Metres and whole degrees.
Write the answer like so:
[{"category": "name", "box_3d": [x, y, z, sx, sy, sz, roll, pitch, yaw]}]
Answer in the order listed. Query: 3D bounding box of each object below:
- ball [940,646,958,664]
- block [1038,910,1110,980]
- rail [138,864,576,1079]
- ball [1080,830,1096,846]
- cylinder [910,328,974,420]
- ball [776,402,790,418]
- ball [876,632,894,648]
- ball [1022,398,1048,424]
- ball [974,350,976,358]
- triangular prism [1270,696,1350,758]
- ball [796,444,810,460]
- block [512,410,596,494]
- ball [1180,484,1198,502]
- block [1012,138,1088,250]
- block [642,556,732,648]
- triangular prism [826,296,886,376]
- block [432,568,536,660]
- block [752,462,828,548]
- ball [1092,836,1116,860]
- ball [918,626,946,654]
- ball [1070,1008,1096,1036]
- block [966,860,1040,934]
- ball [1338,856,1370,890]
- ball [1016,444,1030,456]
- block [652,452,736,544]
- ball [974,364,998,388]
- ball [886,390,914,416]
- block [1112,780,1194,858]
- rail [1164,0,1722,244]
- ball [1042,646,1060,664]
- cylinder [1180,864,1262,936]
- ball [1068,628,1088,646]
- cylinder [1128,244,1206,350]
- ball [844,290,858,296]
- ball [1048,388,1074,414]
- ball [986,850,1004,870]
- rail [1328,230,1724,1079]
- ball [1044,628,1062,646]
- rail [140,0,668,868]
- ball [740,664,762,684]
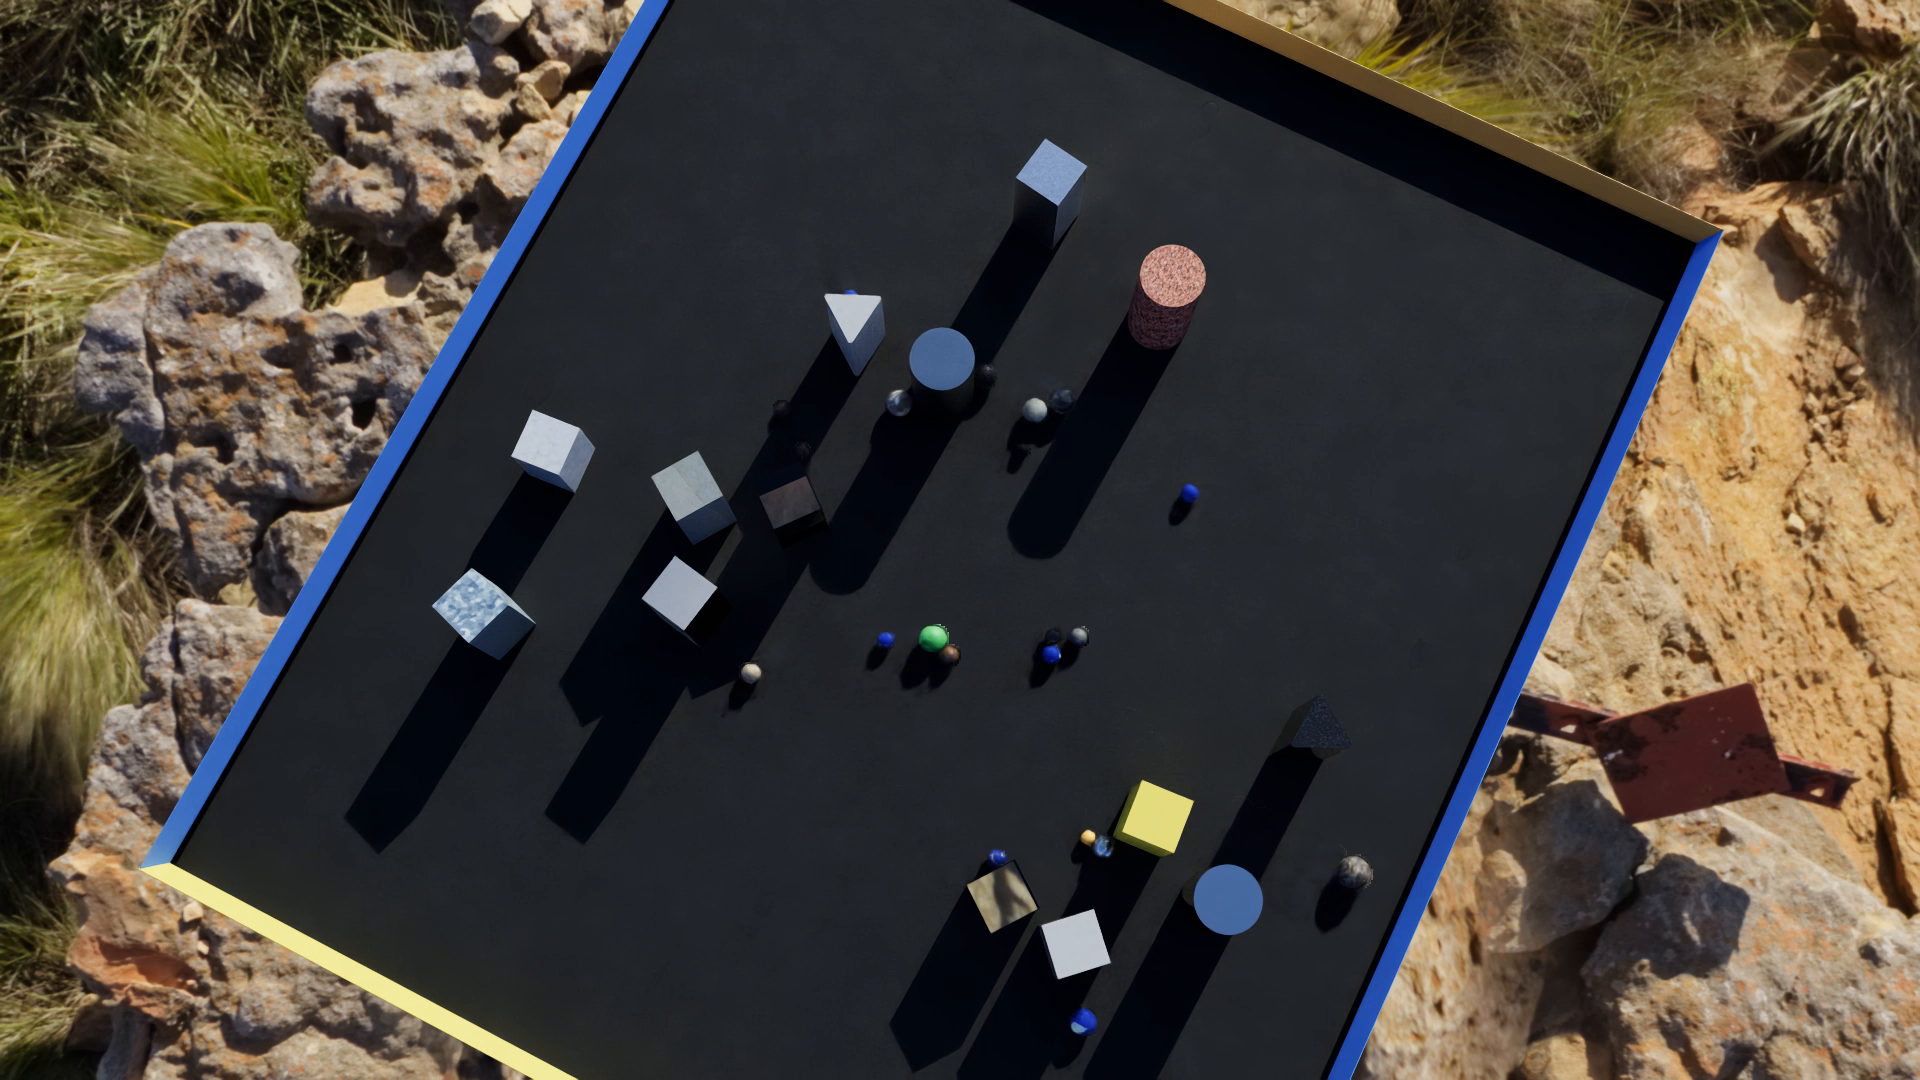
[{"category": "ball", "box_3d": [-0.032, 0.347, 5.516, 0.056, 0.056, 0.056, 0, 78, 0]}, {"category": "block", "box_3d": [0.324, 1.155, 5.245, 0.154, 0.259, 0.154, -17, 79, -3]}, {"category": "rail", "box_3d": [-0.855, 1.681, 5.204, 3.369, 0.125, 0.045, 26, 80, 5]}, {"category": "ball", "box_3d": [0.379, 0.880, 5.412, 0.044, 0.044, 0.044, 0, 78, 0]}, {"category": "cylinder", "box_3d": [-0.052, -0.498, 5.547, 0.192, 0.338, 0.192, 0, 78, 0]}, {"category": "ball", "box_3d": [-0.549, -0.403, 5.677, 0.046, 0.046, 0.046, 0, 78, 0]}, {"category": "ball", "box_3d": [-0.225, 0.303, 5.528, 0.051, 0.051, 0.051, 0, 78, 0]}, {"category": "ball", "box_3d": [0.232, -0.399, 5.660, 0.076, 0.076, 0.076, 0, 78, 0]}, {"category": "ball", "box_3d": [0.018, -0.580, 5.705, 0.062, 0.062, 0.062, 0, 78, 0]}, {"category": "triangular prism", "box_3d": [1.007, 0.542, 5.306, 0.167, 0.387, 0.144, 0, 78, 0]}, {"category": "ball", "box_3d": [-0.486, -0.271, 5.650, 0.045, 0.045, 0.045, 0, 78, 0]}, {"category": "block", "box_3d": [-1.229, -0.266, 5.551, 0.154, 0.236, 0.154, 21, 79, 4]}, {"category": "ball", "box_3d": [0.703, -0.143, 5.617, 0.056, 0.056, 0.056, 0, 78, 0]}, {"category": "block", "box_3d": [0.274, -1.062, 5.650, 0.154, 0.365, 0.154, 35, 80, 7]}, {"category": "block", "box_3d": [-0.798, 0.187, 5.393, 0.154, 0.361, 0.154, 36, 81, 7]}, {"category": "triangular prism", "box_3d": [-0.339, -0.652, 5.578, 0.144, 0.339, 0.167, 32, 80, 6]}, {"category": "block", "box_3d": [-1.394, 0.222, 5.389, 0.154, 0.356, 0.154, 44, 82, 8]}, {"category": "block", "box_3d": [-0.505, -0.102, 5.492, 0.154, 0.285, 0.154, -24, 79, -5]}, {"category": "ball", "box_3d": [0.426, 0.907, 5.393, 0.070, 0.070, 0.070, 0, 78, 0]}, {"category": "ball", "box_3d": [-0.082, 0.299, 5.512, 0.084, 0.084, 0.084, 0, 78, 0]}, {"category": "ball", "box_3d": [0.354, 1.390, 5.289, 0.077, 0.077, 0.077, 0, 78, 0]}, {"category": "block", "box_3d": [0.122, 1.028, 5.279, 0.154, 0.244, 0.154, -27, 80, -5]}, {"category": "ball", "box_3d": [1.153, 0.974, 5.366, 0.096, 0.096, 0.096, 0, 78, 0]}, {"category": "ball", "box_3d": [0.194, -0.278, 5.652, 0.042, 0.042, 0.042, 0, 78, 0]}, {"category": "block", "box_3d": [-0.789, -0.122, 5.466, 0.154, 0.343, 0.154, -30, 80, -6]}, {"category": "ball", "box_3d": [0.077, -0.507, 5.683, 0.076, 0.076, 0.076, 0, 78, 0]}, {"category": "ball", "box_3d": [-0.185, -0.422, 5.662, 0.083, 0.083, 0.083, 0, 78, 0]}, {"category": "block", "box_3d": [0.551, 0.805, 5.270, 0.154, 0.352, 0.154, 22, 79, 4]}, {"category": "rail", "box_3d": [0.855, -1.668, 5.897, 3.369, 0.125, 0.045, 26, 80, 5]}, {"category": "ball", "box_3d": [0.275, 0.346, 5.516, 0.057, 0.057, 0.057, 0, 78, 0]}, {"category": "cylinder", "box_3d": [0.744, 1.030, 5.240, 0.192, 0.319, 0.192, 0, 78, 0]}, {"category": "ball", "box_3d": [0.356, 0.293, 5.528, 0.054, 0.054, 0.054, 0, 78, 0]}, {"category": "cylinder", "box_3d": [0.622, -0.731, 5.557, 0.192, 0.412, 0.192, 0, 78, 0]}, {"category": "ball", "box_3d": [-0.343, -0.763, 5.750, 0.047, 0.047, 0.047, 0, 78, 0]}, {"category": "ball", "box_3d": [0.315, -0.432, 5.665, 0.081, 0.081, 0.081, 0, 78, 0]}, {"category": "ball", "box_3d": [0.104, 0.941, 5.394, 0.055, 0.055, 0.055, 0, 78, 0]}, {"category": "rail", "box_3d": [1.486, 0.734, 5.400, 0.045, 0.125, 3.871, 26, 80, 5]}, {"category": "ball", "box_3d": [0.283, 0.292, 5.529, 0.054, 0.054, 0.054, 0, 78, 0]}, {"category": "rail", "box_3d": [-1.486, -0.721, 5.701, 0.045, 0.125, 3.871, 26, 80, 5]}, {"category": "ball", "box_3d": [-0.628, 0.401, 5.502, 0.061, 0.061, 0.061, 0, 78, 0]}]
